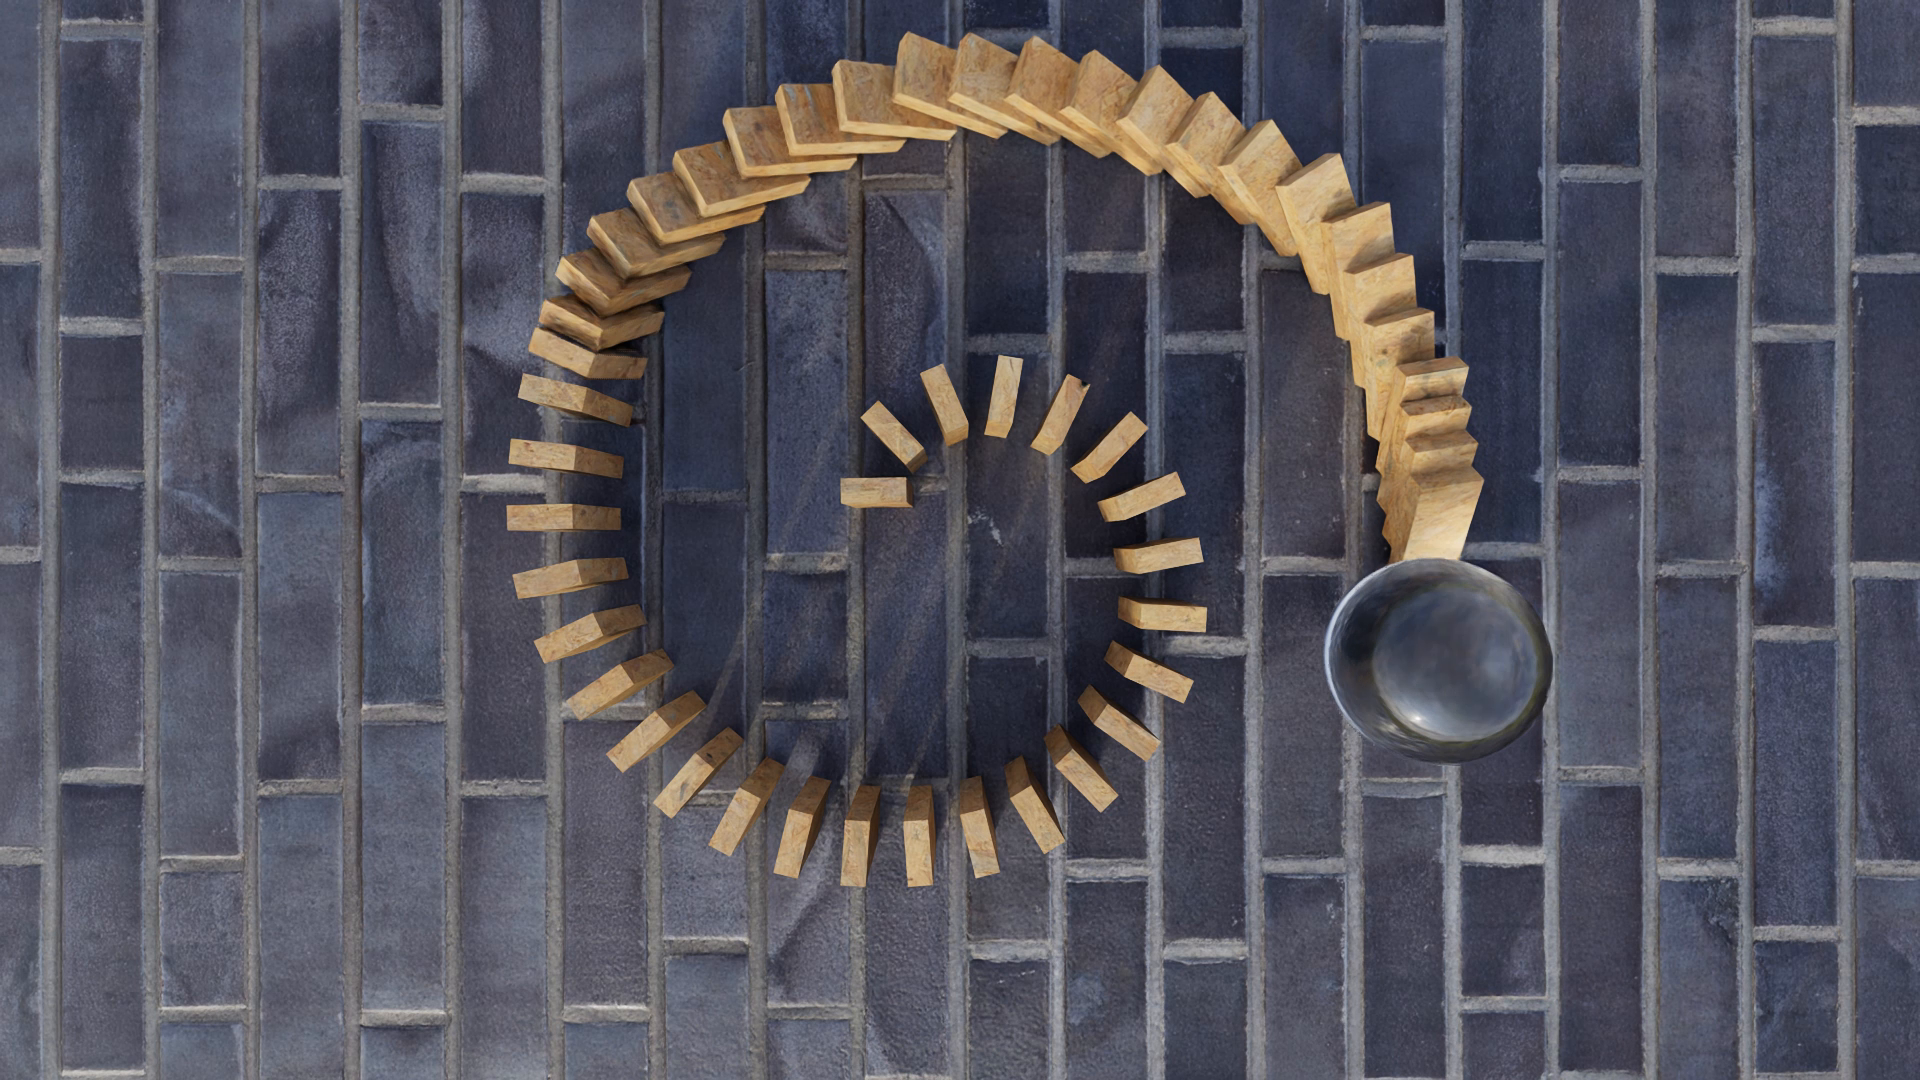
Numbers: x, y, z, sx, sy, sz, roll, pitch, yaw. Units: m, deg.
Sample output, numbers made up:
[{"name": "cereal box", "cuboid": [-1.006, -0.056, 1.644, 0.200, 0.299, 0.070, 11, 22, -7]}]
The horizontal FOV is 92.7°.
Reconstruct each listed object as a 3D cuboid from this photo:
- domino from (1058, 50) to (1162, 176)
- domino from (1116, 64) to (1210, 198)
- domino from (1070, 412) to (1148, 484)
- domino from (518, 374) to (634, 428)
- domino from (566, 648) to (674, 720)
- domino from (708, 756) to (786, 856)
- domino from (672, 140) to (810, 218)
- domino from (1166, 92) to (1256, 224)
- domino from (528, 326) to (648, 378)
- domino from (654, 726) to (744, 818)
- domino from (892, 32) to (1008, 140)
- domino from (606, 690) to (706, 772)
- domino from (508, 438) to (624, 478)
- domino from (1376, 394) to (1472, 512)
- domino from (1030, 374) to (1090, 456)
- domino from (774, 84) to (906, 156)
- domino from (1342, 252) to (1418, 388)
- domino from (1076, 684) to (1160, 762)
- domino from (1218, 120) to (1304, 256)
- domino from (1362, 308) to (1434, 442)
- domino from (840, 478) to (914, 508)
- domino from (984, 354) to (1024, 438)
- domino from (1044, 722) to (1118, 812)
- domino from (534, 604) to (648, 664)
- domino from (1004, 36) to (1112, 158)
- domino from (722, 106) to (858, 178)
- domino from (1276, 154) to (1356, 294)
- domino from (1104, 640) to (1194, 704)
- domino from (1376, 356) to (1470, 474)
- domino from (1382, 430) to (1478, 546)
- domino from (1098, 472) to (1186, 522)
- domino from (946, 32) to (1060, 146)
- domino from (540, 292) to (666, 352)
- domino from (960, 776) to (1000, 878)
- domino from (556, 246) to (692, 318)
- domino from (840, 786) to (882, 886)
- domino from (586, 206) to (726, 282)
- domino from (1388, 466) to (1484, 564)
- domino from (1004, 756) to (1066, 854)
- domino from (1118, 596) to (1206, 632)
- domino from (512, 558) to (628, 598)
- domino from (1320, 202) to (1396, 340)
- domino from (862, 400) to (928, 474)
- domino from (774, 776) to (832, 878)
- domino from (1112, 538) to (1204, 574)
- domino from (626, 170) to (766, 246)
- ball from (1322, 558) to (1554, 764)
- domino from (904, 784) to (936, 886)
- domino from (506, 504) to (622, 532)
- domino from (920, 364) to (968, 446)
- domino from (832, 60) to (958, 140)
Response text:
[{"name": "domino", "cuboid": [0.068, -0.179, 0.385, 0.050, 0.009, 0.025, 24, 90, -25]}, {"name": "domino", "cuboid": [0.092, -0.171, 0.385, 0.050, 0.009, 0.025, 32, 90, -25]}, {"name": "domino", "cuboid": [0.060, -0.037, 0.375, 0.009, 0.050, 0.025, 43, 90, 0]}, {"name": "domino", "cuboid": [-0.156, -0.056, 0.375, 0.025, 0.050, 0.009, 13, 90, 0]}, {"name": "domino", "cuboid": [-0.138, 0.058, 0.375, 0.025, 0.050, 0.010, -34, 90, 0]}, {"name": "domino", "cuboid": [-0.086, 0.108, 0.375, 0.010, 0.050, 0.025, 28, 90, 0]}, {"name": "domino", "cuboid": [-0.091, -0.154, 0.383, 0.050, 0.010, 0.025, -29, 90, -32]}, {"name": "domino", "cuboid": [0.112, -0.160, 0.385, 0.050, 0.010, 0.025, 34, 90, -25]}, {"name": "domino", "cuboid": [-0.150, -0.076, 0.375, 0.025, 0.050, 0.009, 24, 101, 0]}, {"name": "domino", "cuboid": [-0.106, 0.094, 0.375, 0.010, 0.050, 0.025, 40, 90, 0]}, {"name": "domino", "cuboid": [-0.002, -0.190, 0.385, 0.050, 0.009, 0.025, 8, 90, -25]}, {"name": "domino", "cuboid": [-0.123, 0.077, 0.375, 0.025, 0.050, 0.010, -42, 90, 0]}, {"name": "domino", "cuboid": [-0.160, -0.033, 0.375, 0.025, 0.050, 0.010, 6, 90, 0]}, {"name": "domino", "cuboid": [0.192, -0.035, 0.380, 0.025, 0.010, 0.050, -9, 131, 0]}, {"name": "domino", "cuboid": [0.040, -0.050, 0.375, 0.009, 0.050, 0.025, 25, 90, 0]}, {"name": "domino", "cuboid": [-0.050, -0.177, 0.384, 0.050, 0.009, 0.025, -15, 90, -27]}, {"name": "domino", "cuboid": [0.178, -0.092, 0.385, 0.025, 0.010, 0.050, -19, 115, 0]}, {"name": "domino", "cuboid": [0.064, 0.074, 0.375, 0.025, 0.050, 0.009, 36, 90, 0]}, {"name": "domino", "cuboid": [0.133, -0.147, 0.385, 0.025, 0.009, 0.050, -48, 115, 0]}, {"name": "domino", "cuboid": [0.185, -0.069, 0.385, 0.025, 0.009, 0.050, -15, 115, 0]}, {"name": "domino", "cuboid": [-0.033, -0.019, 0.375, 0.025, 0.050, 0.010, -1, 90, 0]}, {"name": "domino", "cuboid": [0.017, -0.058, 0.375, 0.009, 0.050, 0.025, 10, 90, 0]}, {"name": "domino", "cuboid": [0.048, 0.092, 0.375, 0.010, 0.050, 0.025, -45, 90, 0]}, {"name": "domino", "cuboid": [-0.150, 0.038, 0.375, 0.025, 0.050, 0.010, -26, 90, 0]}, {"name": "domino", "cuboid": [0.046, -0.185, 0.385, 0.050, 0.009, 0.025, 20, 90, -25]}, {"name": "domino", "cuboid": [-0.071, -0.168, 0.384, 0.050, 0.010, 0.025, -18, 90, -28]}, {"name": "domino", "cuboid": [0.154, -0.132, 0.385, 0.025, 0.009, 0.050, -32, 116, 0]}, {"name": "domino", "cuboid": [0.076, 0.053, 0.375, 0.025, 0.050, 0.009, 24, 90, 0]}, {"name": "domino", "cuboid": [0.191, -0.050, 0.381, 0.025, 0.009, 0.050, -9, 129, 0]}, {"name": "domino", "cuboid": [0.194, -0.020, 0.380, 0.025, 0.009, 0.050, -9, 131, 0]}, {"name": "domino", "cuboid": [0.073, -0.017, 0.375, 0.025, 0.050, 0.010, -23, 90, 0]}, {"name": "domino", "cuboid": [0.021, -0.189, 0.385, 0.050, 0.010, 0.025, 13, 90, -25]}, {"name": "domino", "cuboid": [-0.145, -0.092, 0.375, 0.025, 0.050, 0.009, 28, 115, 0]}, {"name": "domino", "cuboid": [0.008, 0.116, 0.375, 0.009, 0.050, 0.025, -14, 90, 0]}, {"name": "domino", "cuboid": [-0.137, -0.110, 0.377, 0.025, 0.050, 0.010, 42, 127, 0]}, {"name": "domino", "cuboid": [-0.040, 0.120, 0.375, 0.010, 0.050, 0.025, 4, 90, 0]}, {"name": "domino", "cuboid": [-0.125, -0.126, 0.379, 0.025, 0.010, 0.050, 52, 47, 0]}, {"name": "domino", "cuboid": [0.196, -0.006, 0.380, 0.025, 0.009, 0.050, -9, 131, 0]}, {"name": "domino", "cuboid": [0.030, 0.107, 0.375, 0.009, 0.050, 0.025, -32, 90, 0]}, {"name": "domino", "cuboid": [0.082, 0.030, 0.375, 0.025, 0.050, 0.009, 3, 90, 0]}, {"name": "domino", "cuboid": [-0.158, 0.015, 0.375, 0.025, 0.050, 0.010, -13, 90, 0]}, {"name": "domino", "cuboid": [0.169, -0.113, 0.385, 0.025, 0.010, 0.050, -20, 115, 0]}, {"name": "domino", "cuboid": [-0.026, -0.041, 0.375, 0.009, 0.050, 0.025, -44, 90, 0]}, {"name": "domino", "cuboid": [-0.064, 0.116, 0.375, 0.010, 0.050, 0.025, 14, 90, 0]}, {"name": "domino", "cuboid": [0.080, 0.006, 0.375, 0.025, 0.050, 0.009, -11, 90, 0]}, {"name": "domino", "cuboid": [-0.109, -0.141, 0.381, 0.050, 0.010, 0.025, -32, 90, -36]}, {"name": "ball", "cuboid": [0.186, 0.047, 0.360, 0.080, 0.080, 0.080, 0, 90, 0]}, {"name": "domino", "cuboid": [-0.016, 0.120, 0.375, 0.010, 0.050, 0.025, -4, 90, 0]}, {"name": "domino", "cuboid": [-0.161, -0.009, 0.375, 0.025, 0.050, 0.010, -2, 90, 0]}, {"name": "domino", "cuboid": [-0.006, -0.054, 0.375, 0.009, 0.050, 0.025, -23, 90, 0]}, {"name": "domino", "cuboid": [-0.027, -0.184, 0.385, 0.050, 0.009, 0.025, -7, 90, -26]}]
